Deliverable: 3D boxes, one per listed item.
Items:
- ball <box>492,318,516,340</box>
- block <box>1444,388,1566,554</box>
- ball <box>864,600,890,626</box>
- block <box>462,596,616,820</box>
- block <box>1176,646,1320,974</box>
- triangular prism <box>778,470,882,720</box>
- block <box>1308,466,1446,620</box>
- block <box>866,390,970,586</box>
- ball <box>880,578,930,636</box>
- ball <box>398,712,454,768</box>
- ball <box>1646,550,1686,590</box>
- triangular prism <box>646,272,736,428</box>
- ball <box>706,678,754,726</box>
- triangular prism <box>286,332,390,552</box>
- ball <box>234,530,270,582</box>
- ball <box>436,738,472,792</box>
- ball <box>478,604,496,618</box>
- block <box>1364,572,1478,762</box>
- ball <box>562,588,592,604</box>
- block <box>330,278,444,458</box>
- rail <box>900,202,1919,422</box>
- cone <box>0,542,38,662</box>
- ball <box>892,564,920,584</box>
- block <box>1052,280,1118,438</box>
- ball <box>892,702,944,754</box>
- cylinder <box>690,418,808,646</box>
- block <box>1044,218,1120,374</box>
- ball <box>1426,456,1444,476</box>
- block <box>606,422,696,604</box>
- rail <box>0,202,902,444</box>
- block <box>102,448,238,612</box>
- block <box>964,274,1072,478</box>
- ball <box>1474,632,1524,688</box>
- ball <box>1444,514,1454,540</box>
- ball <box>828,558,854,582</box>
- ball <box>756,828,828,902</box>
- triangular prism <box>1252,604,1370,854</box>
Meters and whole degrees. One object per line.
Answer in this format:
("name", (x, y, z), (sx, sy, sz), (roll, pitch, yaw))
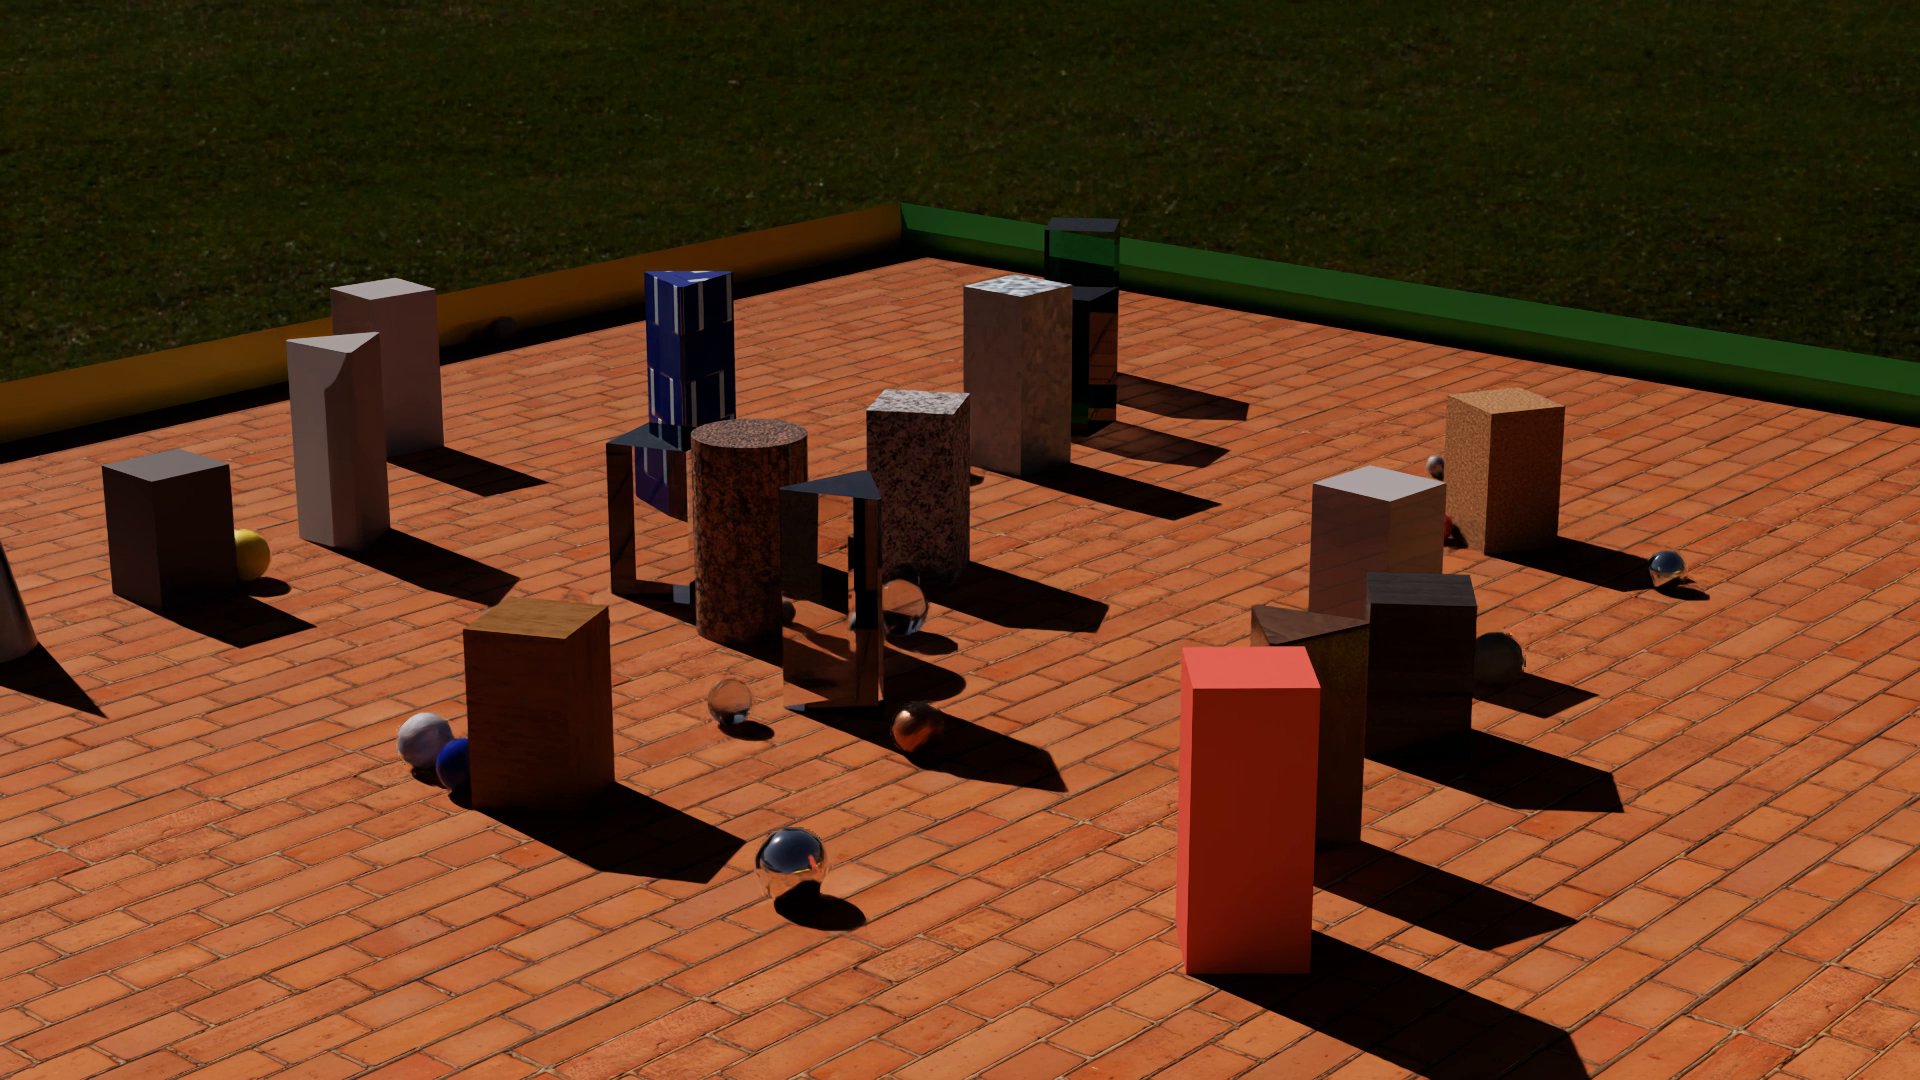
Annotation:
("ball", (-1.093, -0.504, 7.021), (0.055, 0.055, 0.055), (0, 17, 0))
("block", (1.001, -0.129, 5.412), (0.155, 0.266, 0.155), (-6, 18, -21))
("ball", (-0.140, 0.123, 4.965), (0.043, 0.043, 0.043), (0, 17, 0))
("block", (-0.599, 0.238, 4.189), (0.155, 0.270, 0.155), (5, 17, 16))
("block", (0.358, 0.338, 3.673), (0.155, 0.378, 0.155), (0, 17, -1))
("triangular prism", (-0.172, 0.080, 4.564), (0.167, 0.355, 0.145), (6, 18, 20))
("block", (0.684, 0.042, 4.819), (0.155, 0.282, 0.155), (16, 23, 42))
("block", (-0.073, -0.095, 5.218), (0.155, 0.312, 0.155), (3, 17, 11))
("ball", (-0.100, 0.113, 4.904), (0.096, 0.096, 0.096), (0, 17, 0))
("ball", (-0.788, 0.296, 4.323), (0.082, 0.082, 0.082), (0, 17, 0))
("ball", (1.241, 0.052, 5.152), (0.069, 0.069, 0.069), (0, 17, 0))
("triangular prism", (-0.545, -0.300, 5.690), (0.145, 0.434, 0.167), (10, 19, 29))
("ball", (-0.353, 0.249, 4.500), (0.071, 0.071, 0.071), (0, 17, 0))
("triangular prism", (-1.119, -0.187, 5.416), (0.167, 0.376, 0.145), (12, 21, 35))
("ball", (-1.269, 0.027, 5.194), (0.093, 0.093, 0.093), (0, 17, 0))
("ball", (-0.717, 0.325, 4.232), (0.080, 0.080, 0.080), (0, 17, 0))
("ball", (-0.753, 0.147, 4.815), (0.084, 0.084, 0.084), (0, 17, 0))
("block", (0.687, 0.189, 4.401), (0.155, 0.243, 0.155), (2, 17, 5))
("ball", (-0.652, 0.109, 4.992), (0.053, 0.053, 0.053), (0, 17, 0))
("block", (-1.180, -0.355, 6.046), (0.155, 0.333, 0.155), (-15, 22, -40))
("rail", (1.463, -0.455, 6.733), (4.353, 0.126, 0.045), (14, 22, 39))
("cone", (-1.626, -0.015, 4.793), (0.193, 0.405, 0.193), (0, 17, 0))
("ball", (-0.095, 0.068, 5.132), (0.051, 0.051, 0.051), (0, 17, 0))
("block", (0.232, -0.385, 6.218), (0.155, 0.292, 0.155), (8, 18, 24))
("ball", (-0.062, 0.282, 4.377), (0.078, 0.078, 0.078), (0, 17, 0))
("cylinder", (-0.349, -0.015, 4.906), (0.193, 0.340, 0.193), (0, 17, 0))
("block", (0.274, -0.536, 6.609), (0.155, 0.354, 0.155), (2, 17, 7))
("ball", (0.953, -0.148, 5.866), (0.041, 0.041, 0.041), (0, 17, 0))
("block", (-0.510, -0.048, 5.133), (0.155, 0.273, 0.155), (7, 18, 21))
("rail", (-1.625, -0.376, 6.471), (0.045, 0.126, 4.509), (14, 22, 39))
("block", (-1.375, -0.019, 5.107), (0.155, 0.232, 0.155), (15, 22, 40))
("block", (0.116, -0.333, 5.911), (0.155, 0.368, 0.155), (15, 22, 40))
("ball", (0.850, 0.191, 4.661), (0.089, 0.089, 0.089), (0, 17, 0))
("ball", (0.888, -0.025, 5.438), (0.053, 0.053, 0.053), (0, 17, 0))
("ball", (-0.210, 0.053, 5.193), (0.044, 0.044, 0.044), (0, 17, 0))
("ball", (-0.221, 0.428, 3.860), (0.097, 0.097, 0.097), (0, 17, 0))
("triangular prism", (0.445, 0.260, 4.030), (0.167, 0.320, 0.145), (-11, 20, -32))
